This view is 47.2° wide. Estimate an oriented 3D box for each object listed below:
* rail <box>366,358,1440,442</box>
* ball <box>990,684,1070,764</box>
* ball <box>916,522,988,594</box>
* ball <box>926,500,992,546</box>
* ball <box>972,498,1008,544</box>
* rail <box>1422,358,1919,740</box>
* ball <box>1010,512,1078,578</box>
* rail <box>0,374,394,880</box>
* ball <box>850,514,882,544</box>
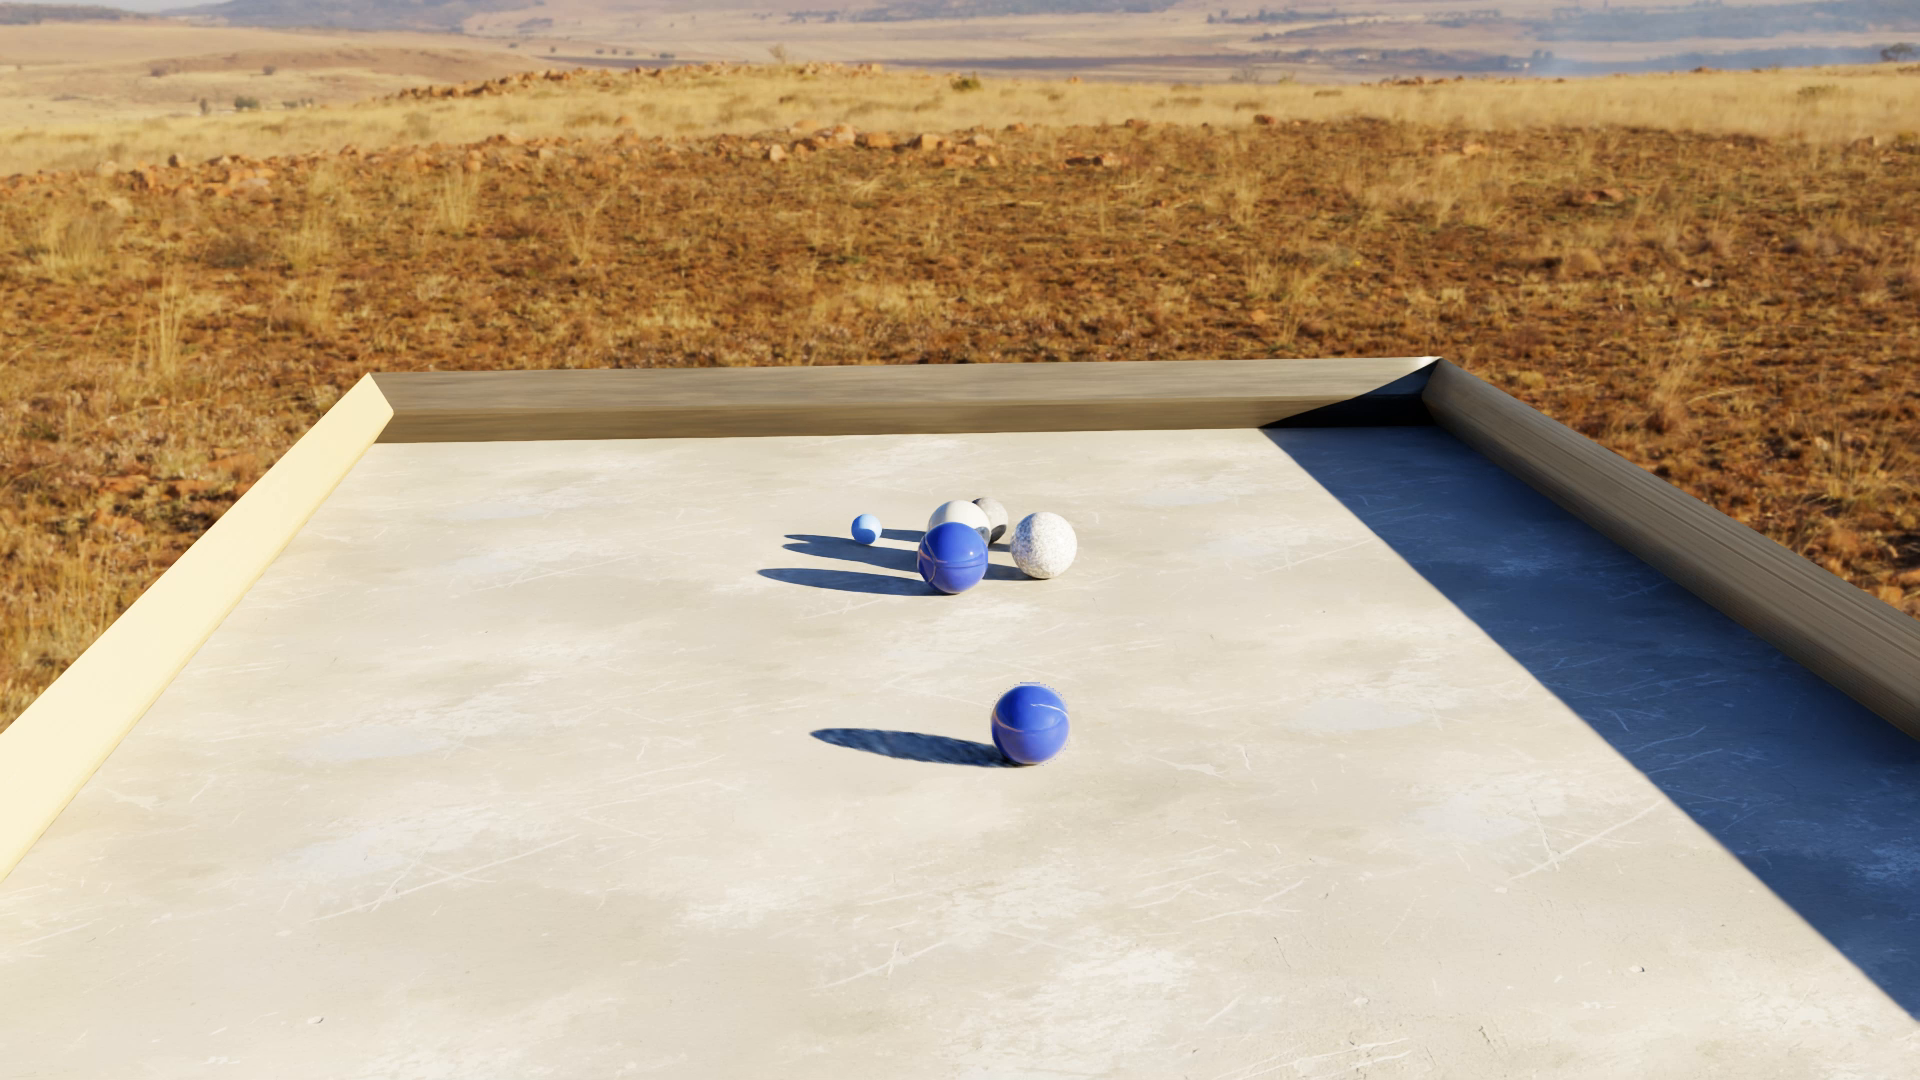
[{"bbox_3d":[-0.073,-0.231,3.674,1.803,0.117,0.045,-1,14,-5],"label":"rail"},{"bbox_3d":[0.068,0.179,2.139,0.078,0.078,0.078,0,14,0],"label":"ball"},{"bbox_3d":[-0.009,0.022,2.735,0.090,0.090,0.090,0,14,0],"label":"ball"},{"bbox_3d":[-0.002,-0.010,2.873,0.085,0.085,0.085,0,14,0],"label":"ball"},{"bbox_3d":[0.034,-0.026,2.980,0.063,0.063,0.063,0,14,0],"label":"ball"},{"bbox_3d":[0.949,0.169,2.096,0.045,0.117,3.468,-1,14,-5],"label":"rail"},{"bbox_3d":[0.107,0.007,2.805,0.086,0.086,0.086,0,14,0],"label":"ball"},{"bbox_3d":[-0.800,0.207,1.949,0.045,0.117,3.468,-1,14,-5],"label":"rail"},{"bbox_3d":[-0.127,-0.015,2.979,0.042,0.042,0.042,0,14,0],"label":"ball"}]
